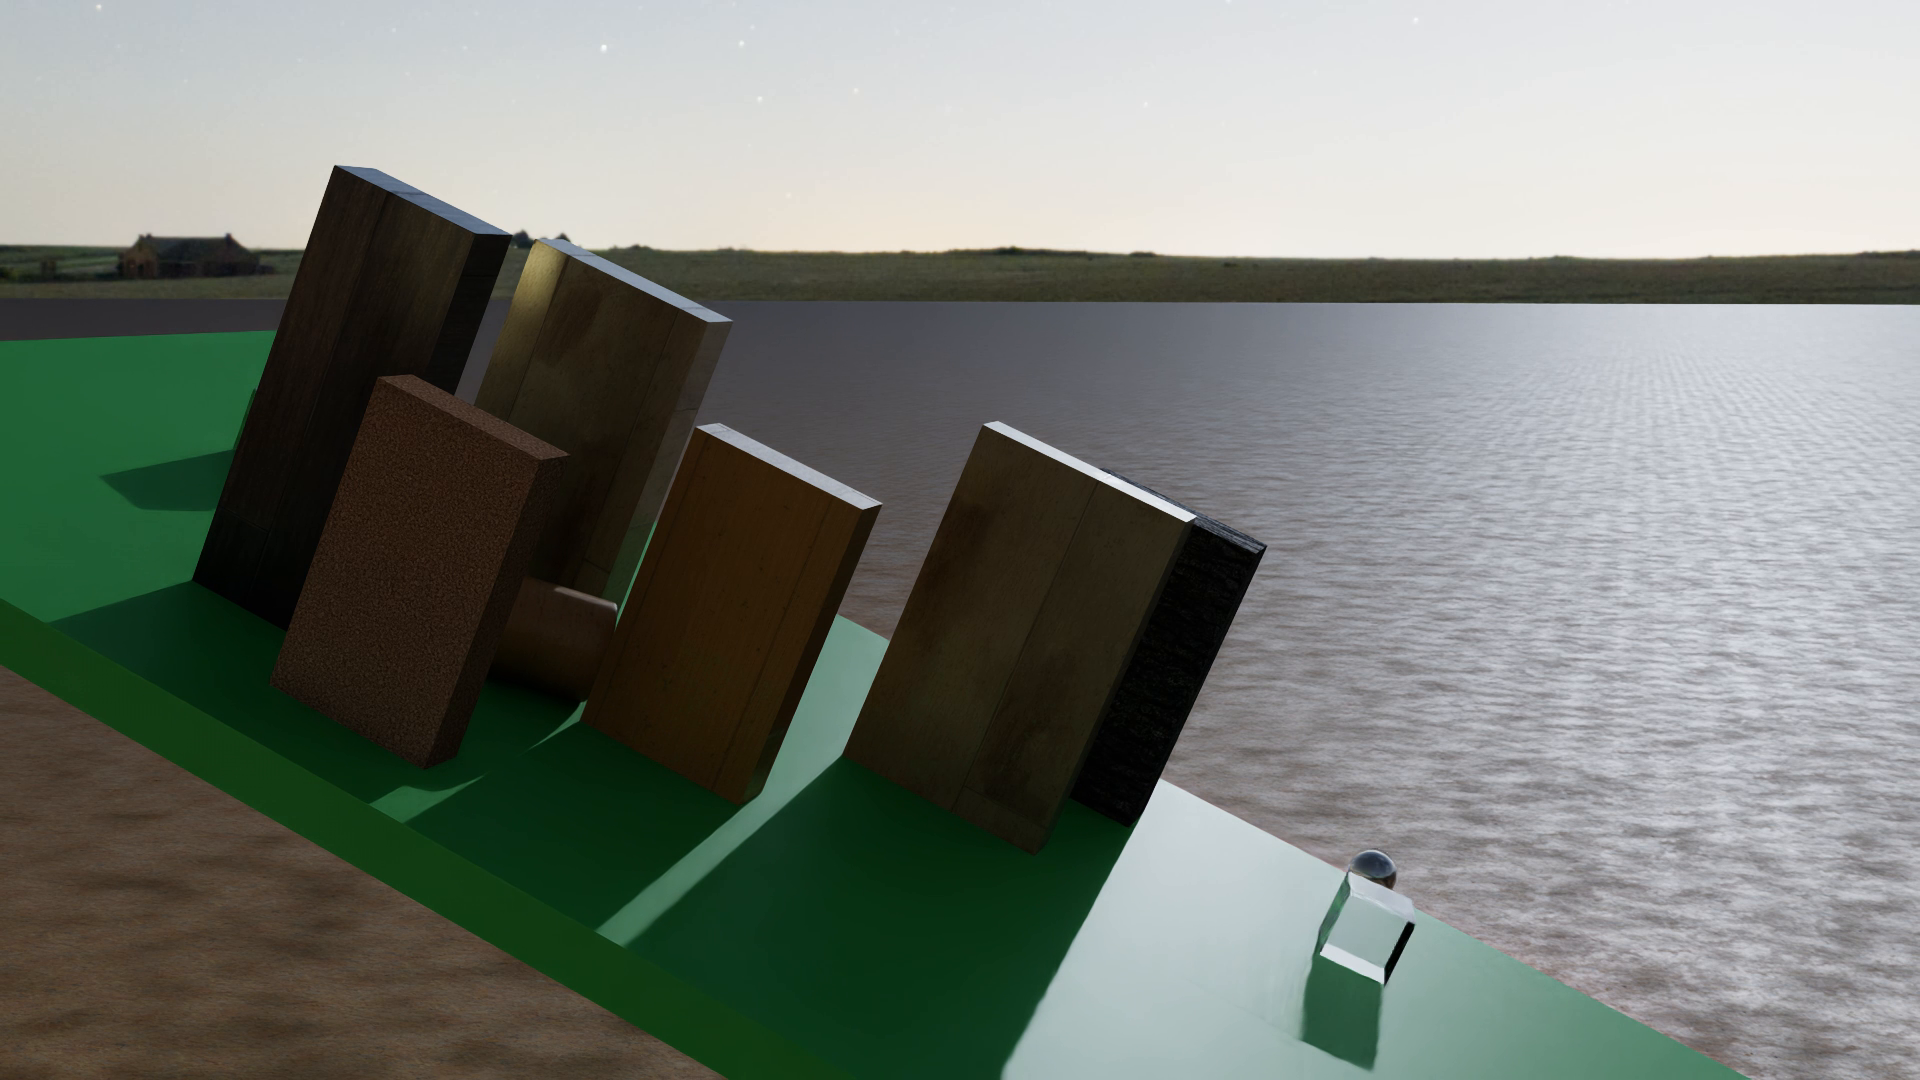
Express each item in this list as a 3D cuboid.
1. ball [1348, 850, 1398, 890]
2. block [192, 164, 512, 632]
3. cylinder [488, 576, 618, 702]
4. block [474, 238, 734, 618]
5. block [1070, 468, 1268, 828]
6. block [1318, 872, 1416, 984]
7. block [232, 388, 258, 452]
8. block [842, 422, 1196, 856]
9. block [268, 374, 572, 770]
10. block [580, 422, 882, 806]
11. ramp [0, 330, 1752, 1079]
[{"bbox_3d":[1.224,0.994,6.527,0.145,0.145,0.145,0,7,0],"label":"ball"},{"bbox_3d":[-1.047,-0.223,3.773,0.285,0.775,0.125,26,13,13],"label":"block"},{"bbox_3d":[-0.748,0.176,3.996,0.191,0.191,0.191,19,1,-19],"label":"cylinder"},{"bbox_3d":[-0.762,-0.193,4.327,0.393,0.691,0.121,26,13,13],"label":"block"},{"bbox_3d":[0.330,0.224,4.642,0.384,0.642,0.150,26,13,13],"label":"block"},{"bbox_3d":[0.812,0.774,4.395,0.140,0.140,0.140,24,13,3],"label":"block"},{"bbox_3d":[-1.392,-0.218,4.571,0.141,0.141,0.141,31,15,29],"label":"block"},{"bbox_3d":[0.108,0.189,4.241,0.429,0.716,0.102,26,13,13],"label":"block"},{"bbox_3d":[-0.866,0.050,3.512,0.306,0.545,0.100,26,13,13],"label":"block"},{"bbox_3d":[-0.409,0.130,3.892,0.335,0.581,0.105,26,13,13],"label":"block"},{"bbox_3d":[-0.283,0.491,4.181,4.000,0.100,2.000,26,13,13],"label":"ramp"}]
